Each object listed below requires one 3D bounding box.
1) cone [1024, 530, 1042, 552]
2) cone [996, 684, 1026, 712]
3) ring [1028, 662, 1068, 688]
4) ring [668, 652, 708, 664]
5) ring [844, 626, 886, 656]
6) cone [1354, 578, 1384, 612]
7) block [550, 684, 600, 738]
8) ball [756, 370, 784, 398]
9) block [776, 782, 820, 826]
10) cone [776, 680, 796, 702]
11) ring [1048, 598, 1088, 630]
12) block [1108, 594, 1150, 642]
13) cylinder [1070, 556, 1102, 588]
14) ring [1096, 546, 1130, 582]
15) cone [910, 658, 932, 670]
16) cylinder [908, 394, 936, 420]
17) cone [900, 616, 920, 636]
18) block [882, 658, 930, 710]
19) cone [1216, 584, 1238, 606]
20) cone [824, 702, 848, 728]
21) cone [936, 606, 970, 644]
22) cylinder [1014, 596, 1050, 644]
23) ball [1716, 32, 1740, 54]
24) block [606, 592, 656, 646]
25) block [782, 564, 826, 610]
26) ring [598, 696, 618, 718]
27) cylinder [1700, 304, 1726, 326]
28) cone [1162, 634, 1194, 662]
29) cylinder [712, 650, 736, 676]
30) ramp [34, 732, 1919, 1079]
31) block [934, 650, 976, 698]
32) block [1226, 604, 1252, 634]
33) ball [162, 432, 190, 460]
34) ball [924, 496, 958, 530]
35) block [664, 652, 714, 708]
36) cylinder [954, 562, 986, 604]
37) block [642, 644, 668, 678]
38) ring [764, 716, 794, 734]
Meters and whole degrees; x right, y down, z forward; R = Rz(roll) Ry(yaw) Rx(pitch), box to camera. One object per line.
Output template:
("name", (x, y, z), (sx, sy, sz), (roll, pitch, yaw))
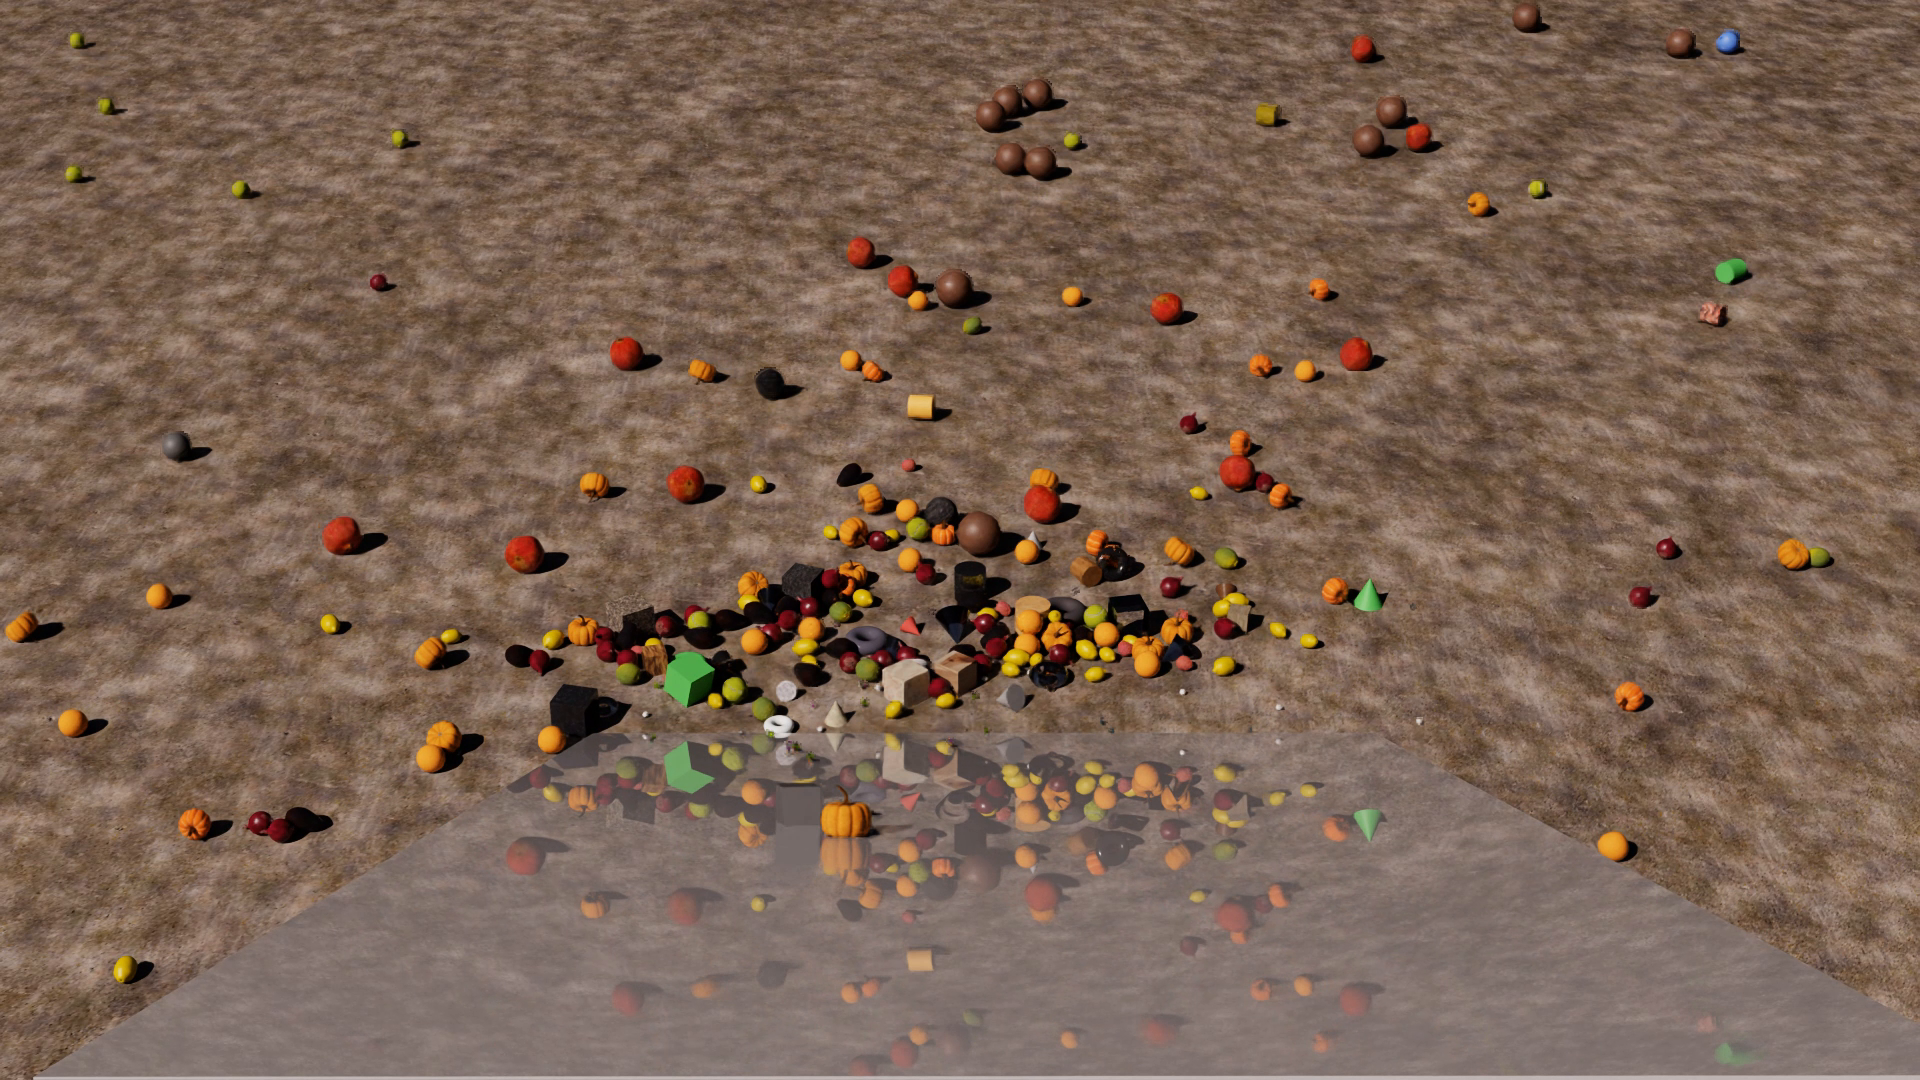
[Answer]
("cone", (0.217, -0.003, 7.667), (0.059, 0.059, 0.059), (0, 28, 0))
("cone", (0.122, 0.424, 6.891), (0.074, 0.074, 0.074), (-12, 15, 43))
("ring", (0.240, 0.365, 7.001), (0.109, 0.036, 0.109), (0, 29, 0))
("ring", (-0.743, 0.341, 7.045), (0.109, 0.036, 0.109), (-1, 28, 1))
("ring", (-0.259, 0.279, 7.156), (0.124, 0.041, 0.124), (1, 29, -1))
("cone", (1.166, 0.145, 7.362), (0.085, 0.085, 0.085), (0, 28, 0))
("block", (-1.010, 0.449, 6.779), (0.096, 0.096, 0.096), (7, 29, 13))
("ball", (-0.631, -0.519, 8.597), (0.096, 0.096, 0.096), (0, 28, 0))
("block", (-0.295, 0.482, 4.718), (0.068, 0.068, 0.068), (0, 1, -15))
("cone", (-0.470, 0.404, 6.938), (0.056, 0.056, 0.056), (-6, 2, -11))
("ring", (0.289, 0.206, 7.287), (0.142, 0.047, 0.142), (1, 27, -1))
("block", (0.470, 0.217, 7.217), (0.092, 0.092, 0.092), (-6, 29, -11))
("cylinder", (0.365, 0.092, 7.480), (0.068, 0.068, 0.068), (-14, 31, -24))
("ring", (0.443, 0.069, 7.496), (0.103, 0.103, 0.034), (-5, 3, -8))
("cone", (-0.121, 0.372, 6.990), (0.075, 0.075, 0.075), (6, 63, 11))
("cylinder", (-0.126, -0.434, 8.457), (0.078, 0.078, 0.078), (4, 28, 7))
("cone", (-0.130, 0.250, 7.229), (0.054, 0.054, 0.054), (41, 42, 14))
("block", (-0.144, 0.384, 6.909), (0.088, 0.088, 0.088), (-22, 35, -35))
("cone", (0.760, 0.167, 7.379), (0.064, 0.064, 0.064), (3, 55, 6))
("cone", (-0.326, 0.449, 6.811), (0.064, 0.064, 0.064), (0, 28, 0))
("cone", (-0.014, 0.250, 7.207), (0.098, 0.098, 0.098), (-4, 55, -8))
("cylinder", (0.202, 0.222, 7.202), (0.098, 0.098, 0.098), (0, 28, 0))
("ball", (3.547, -2.298, 11.937), (0.100, 0.100, 0.100), (0, 28, 0))
("block", (-0.918, 0.221, 7.204), (0.099, 0.099, 0.099), (-18, 33, -30))
("block", (-0.447, 0.133, 7.376), (0.091, 0.091, 0.091), (11, 30, 20))
("ring", (-0.949, 0.443, 6.862), (0.083, 0.028, 0.083), (1, 28, -1))
("cylinder", (2.666, -0.799, 9.152), (0.069, 0.069, 0.069), (20, 34, 33))
("cone", (0.585, 0.312, 7.098), (0.081, 0.081, 0.081), (-34, 36, -6))
("cylinder", (-0.642, 0.335, 7.039), (0.052, 0.052, 0.052), (-11, 30, -20))
("ramp", (0.063, 0.567, 4.608), (2.000, 0.100, 4.000), (0, 1, 0))
("block", (-0.011, 0.361, 6.960), (0.081, 0.081, 0.081), (21, 34, 33))
("block", (0.783, 0.219, 7.251), (0.057, 0.057, 0.057), (8, 29, 14))
("ball", (-2.484, -0.295, 8.186), (0.087, 0.087, 0.087), (0, 28, 0))
("ball", (-0.057, -0.080, 7.769), (0.099, 0.099, 0.099), (0, 28, 0))
("block", (-0.724, 0.373, 6.907), (0.089, 0.089, 0.089), (35, 42, 25))
("cylinder", (0.029, 0.123, 7.396), (0.092, 0.092, 0.092), (0, 28, 0))
("block", (-0.832, 0.328, 7.042), (0.062, 0.062, 0.062), (-7, 29, -14))
("ring", (-0.475, 0.487, 6.780), (0.081, 0.027, 0.081), (1, 28, -1))
